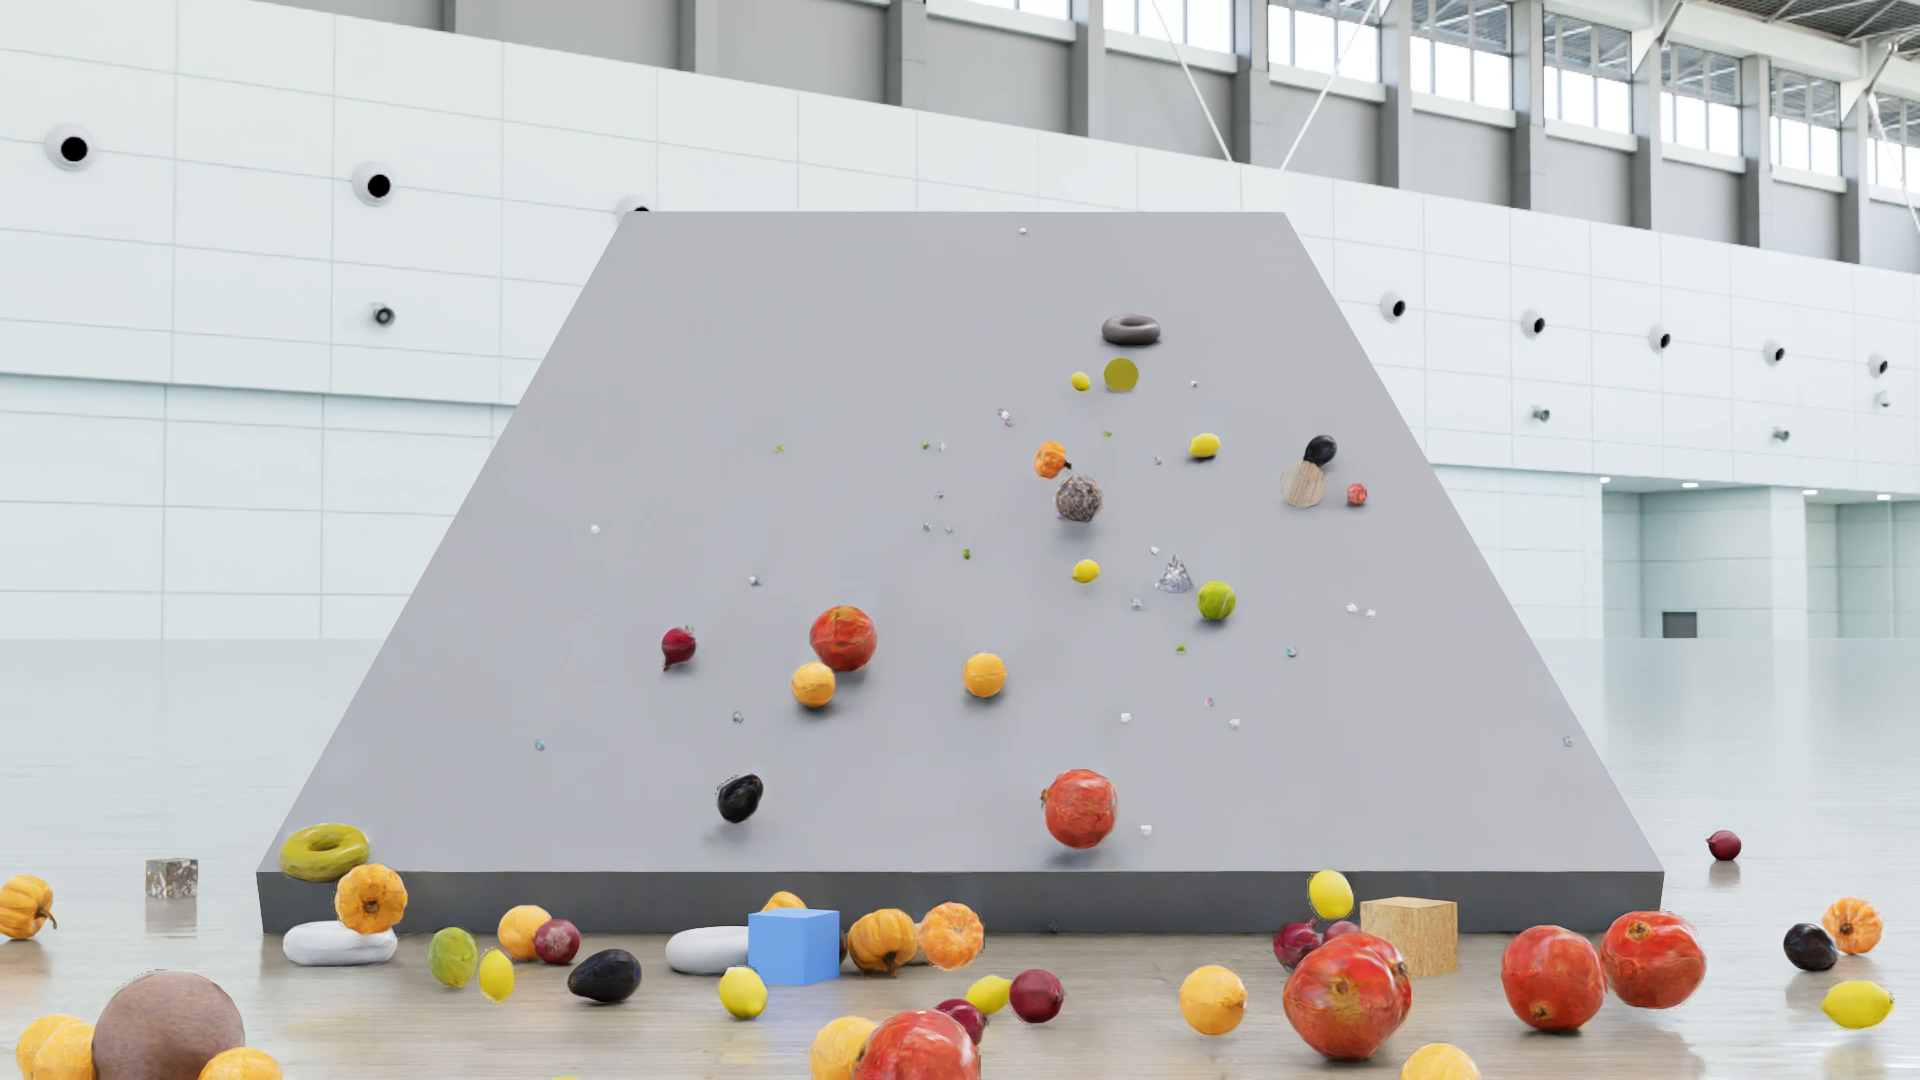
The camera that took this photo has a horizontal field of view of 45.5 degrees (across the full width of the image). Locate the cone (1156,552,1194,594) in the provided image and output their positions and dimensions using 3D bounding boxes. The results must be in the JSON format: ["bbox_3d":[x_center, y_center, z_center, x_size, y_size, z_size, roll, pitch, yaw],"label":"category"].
[{"bbox_3d":[0.397,0.052,4.214,0.071,0.071,0.071,0,22,0],"label":"cone"}]

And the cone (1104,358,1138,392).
[{"bbox_3d":[0.374,-0.379,5.351,0.080,0.080,0.080,0,-5,0],"label":"cone"}]

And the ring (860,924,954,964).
[{"bbox_3d":[-0.069,0.532,3.016,0.123,0.041,0.123,-1,-1,0],"label":"ring"}]

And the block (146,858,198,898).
[{"bbox_3d":[-1.290,0.553,3.748,0.058,0.058,0.058,-2,-3,38],"label":"block"}]

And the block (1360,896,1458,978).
[{"bbox_3d":[0.571,0.505,2.915,0.087,0.087,0.087,2,-3,-45],"label":"block"}]

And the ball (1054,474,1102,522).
[{"bbox_3d":[0.231,-0.082,4.474,0.094,0.094,0.094,0,-2,0],"label":"ball"}]

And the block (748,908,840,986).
[{"bbox_3d":[-0.206,0.505,2.848,0.082,0.082,0.082,-1,-3,28],"label":"block"}]

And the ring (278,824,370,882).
[{"bbox_3d":[-0.903,0.444,3.255,0.128,0.043,0.128,0,20,0],"label":"ring"}]

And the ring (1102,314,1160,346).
[{"bbox_3d":[0.426,-0.523,5.697,0.148,0.049,0.148,-1,23,0],"label":"ring"}]

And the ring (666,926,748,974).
[{"bbox_3d":[-0.305,0.526,2.935,0.144,0.048,0.144,-1,-2,0],"label":"ring"}]

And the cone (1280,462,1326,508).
[{"bbox_3d":[0.700,-0.107,4.657,0.094,0.094,0.094,-1,-6,12],"label":"cone"}]

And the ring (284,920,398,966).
[{"bbox_3d":[-0.811,0.528,2.998,0.145,0.048,0.145,1,-3,0],"label":"ring"}]

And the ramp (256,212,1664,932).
[{"bbox_3d":[-0.006,-0.218,5.128,2.000,0.100,4.000,0,22,0],"label":"ramp"}]
